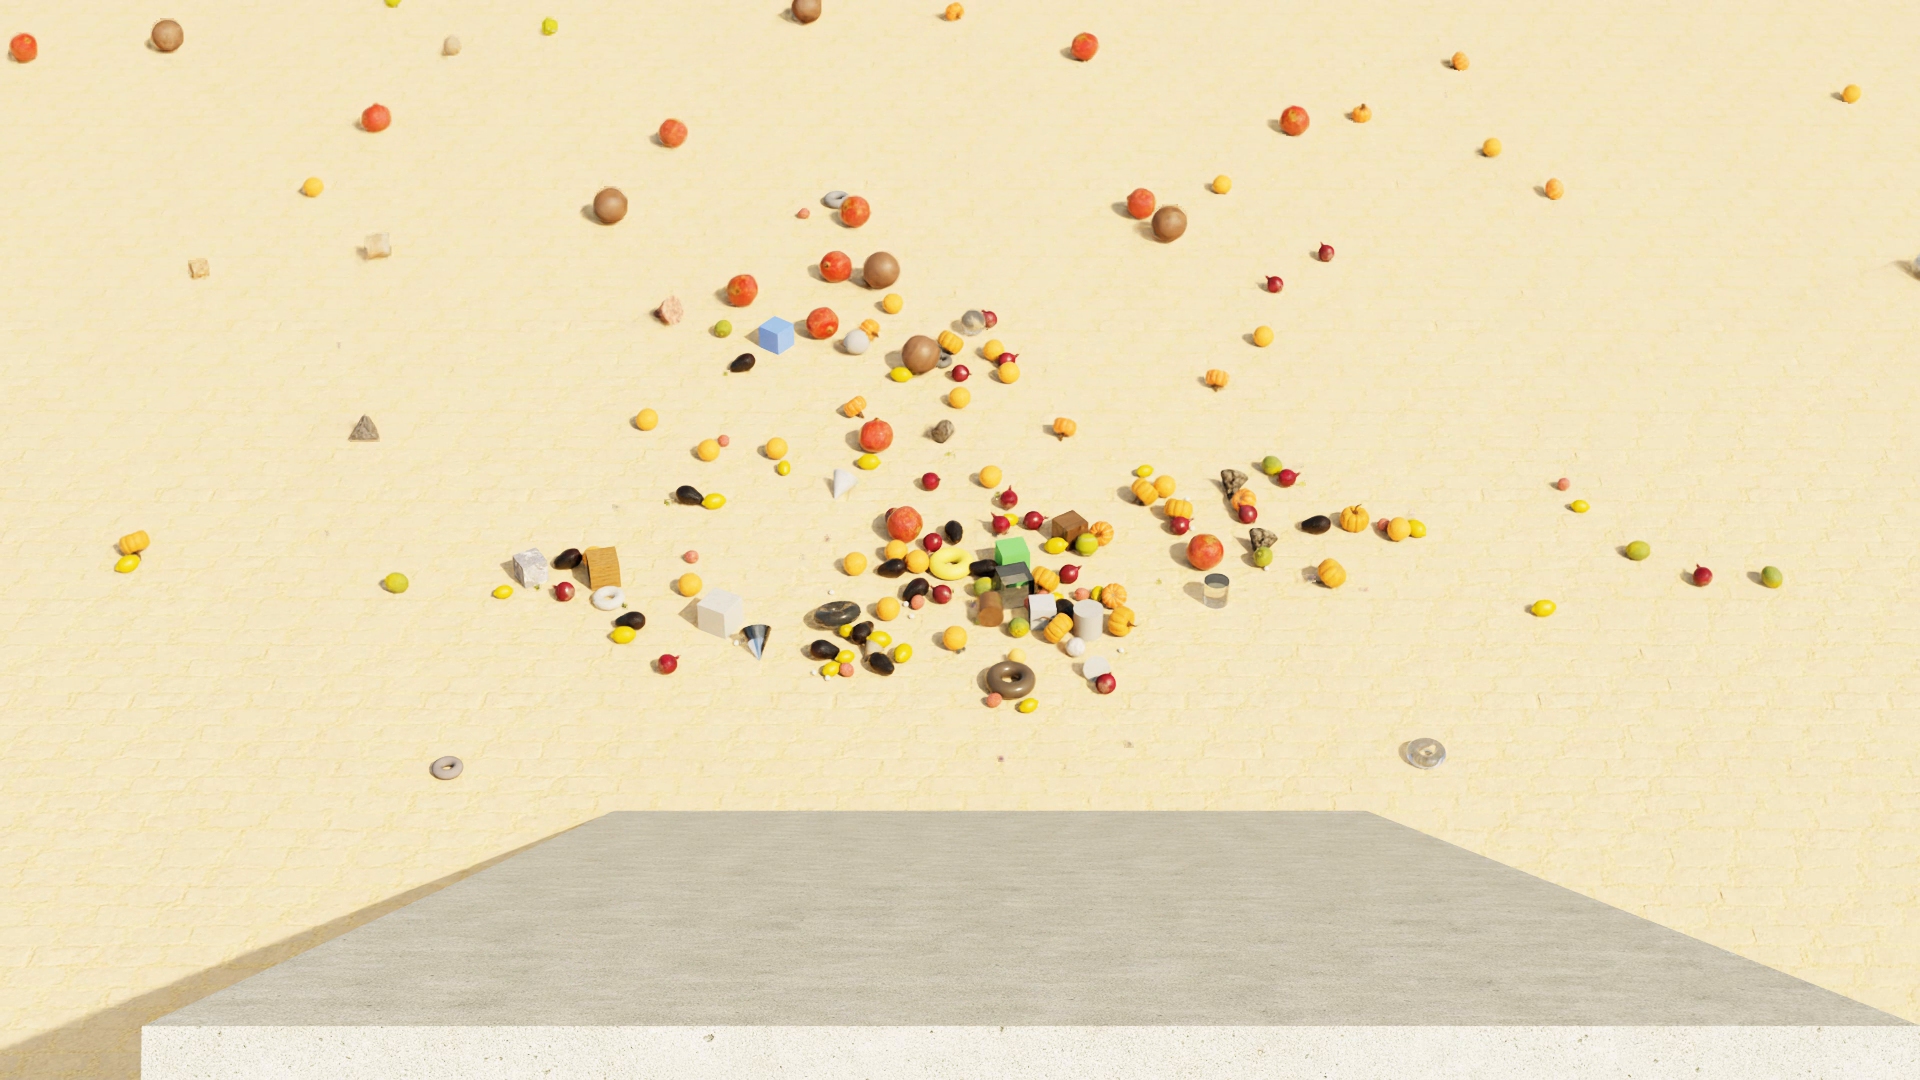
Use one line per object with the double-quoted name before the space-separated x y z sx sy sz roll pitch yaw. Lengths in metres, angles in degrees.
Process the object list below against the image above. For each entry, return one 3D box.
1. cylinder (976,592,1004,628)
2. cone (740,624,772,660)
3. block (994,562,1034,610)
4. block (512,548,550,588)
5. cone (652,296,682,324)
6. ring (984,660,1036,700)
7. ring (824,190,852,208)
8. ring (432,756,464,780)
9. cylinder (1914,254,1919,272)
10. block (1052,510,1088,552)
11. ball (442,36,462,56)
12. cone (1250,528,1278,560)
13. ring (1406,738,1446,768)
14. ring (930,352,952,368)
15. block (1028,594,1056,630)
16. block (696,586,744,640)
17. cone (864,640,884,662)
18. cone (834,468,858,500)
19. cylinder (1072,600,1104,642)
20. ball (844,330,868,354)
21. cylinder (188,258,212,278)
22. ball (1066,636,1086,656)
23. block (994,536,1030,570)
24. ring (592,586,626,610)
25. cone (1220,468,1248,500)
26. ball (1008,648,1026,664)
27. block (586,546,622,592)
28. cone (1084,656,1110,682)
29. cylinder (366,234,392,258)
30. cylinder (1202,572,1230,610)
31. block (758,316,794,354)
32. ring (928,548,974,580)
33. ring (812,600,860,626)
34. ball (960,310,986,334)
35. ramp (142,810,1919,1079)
"cylinder" 0.090 0.204 7.673 0.076 0.076 0.076 -2 37 -3
"cone" -0.588 0.309 7.560 0.097 0.097 0.097 -6 64 -8
"block" 0.162 0.136 7.747 0.095 0.095 0.095 -10 38 -14
"block" -1.292 0.085 7.830 0.078 0.078 0.078 -21 41 -25
"cone" -1.032 -0.788 9.025 0.099 0.099 0.099 -7 27 38
"ring" 0.144 0.400 7.434 0.148 0.049 0.148 1 36 -1
"ring" -0.455 -1.266 9.672 0.103 0.034 0.103 0 35 0
"ring" -1.408 0.626 7.148 0.086 0.029 0.086 0 35 0
"cylinder" 3.454 -0.973 9.231 0.093 0.093 0.093 -17 40 -22
"block" 0.338 -0.028 7.979 0.080 0.080 0.080 -23 42 -27
"ball" -2.078 -2.023 10.648 0.078 0.078 0.078 0 37 0
"cone" 0.914 0.025 7.942 0.091 0.091 0.091 13 65 16
"ring" 1.289 0.589 7.191 0.112 0.037 0.112 -1 37 1
"ring" -0.063 -0.607 8.799 0.077 0.026 0.077 -1 37 1
"block" 0.242 0.213 7.661 0.075 0.075 0.075 -2 37 -3
"block" -0.704 0.215 7.642 0.095 0.095 0.095 19 41 23
"cone" -0.261 0.330 7.544 0.061 0.061 0.061 16 75 20
"cone" -0.377 -0.163 8.193 0.089 0.089 0.089 17 67 21
"cylinder" 0.375 0.236 7.621 0.087 0.087 0.087 0 37 0
"ball" -0.352 -0.673 8.836 0.085 0.085 0.085 0 37 0
"cylinder" -2.703 -0.965 9.249 0.059 0.059 0.059 -26 43 -20
"ball" 0.336 0.309 7.547 0.057 0.057 0.057 0 37 0
"block" 0.159 0.054 7.863 0.087 0.087 0.087 -9 38 -12
"ring" -1.046 0.173 7.750 0.098 0.033 0.098 0 38 0
"cone" 0.855 -0.162 8.192 0.090 0.090 0.090 10 65 13
"ball" 0.164 0.338 7.513 0.051 0.051 0.051 0 37 0
"block" -1.072 0.086 7.819 0.090 0.090 0.090 -9 38 -11
"cone" 0.396 0.363 7.494 0.078 0.078 0.078 4 10 5
"cylinder" -2.090 -1.057 9.351 0.084 0.084 0.084 -8 38 -11
"cylinder" 0.762 0.152 7.742 0.077 0.077 0.077 0 37 0
"block" -0.625 -0.697 8.870 0.084 0.084 0.084 25 43 29
"ring" -0.026 0.071 7.876 0.138 0.046 0.138 -1 36 0
"ring" -0.362 0.217 7.652 0.143 0.048 0.143 -8 16 2
"ball" 0.045 -0.748 8.937 0.086 0.086 0.086 0 37 0
"ramp" 0.081 0.683 4.918 2.000 0.100 4.000 0 -2 0
